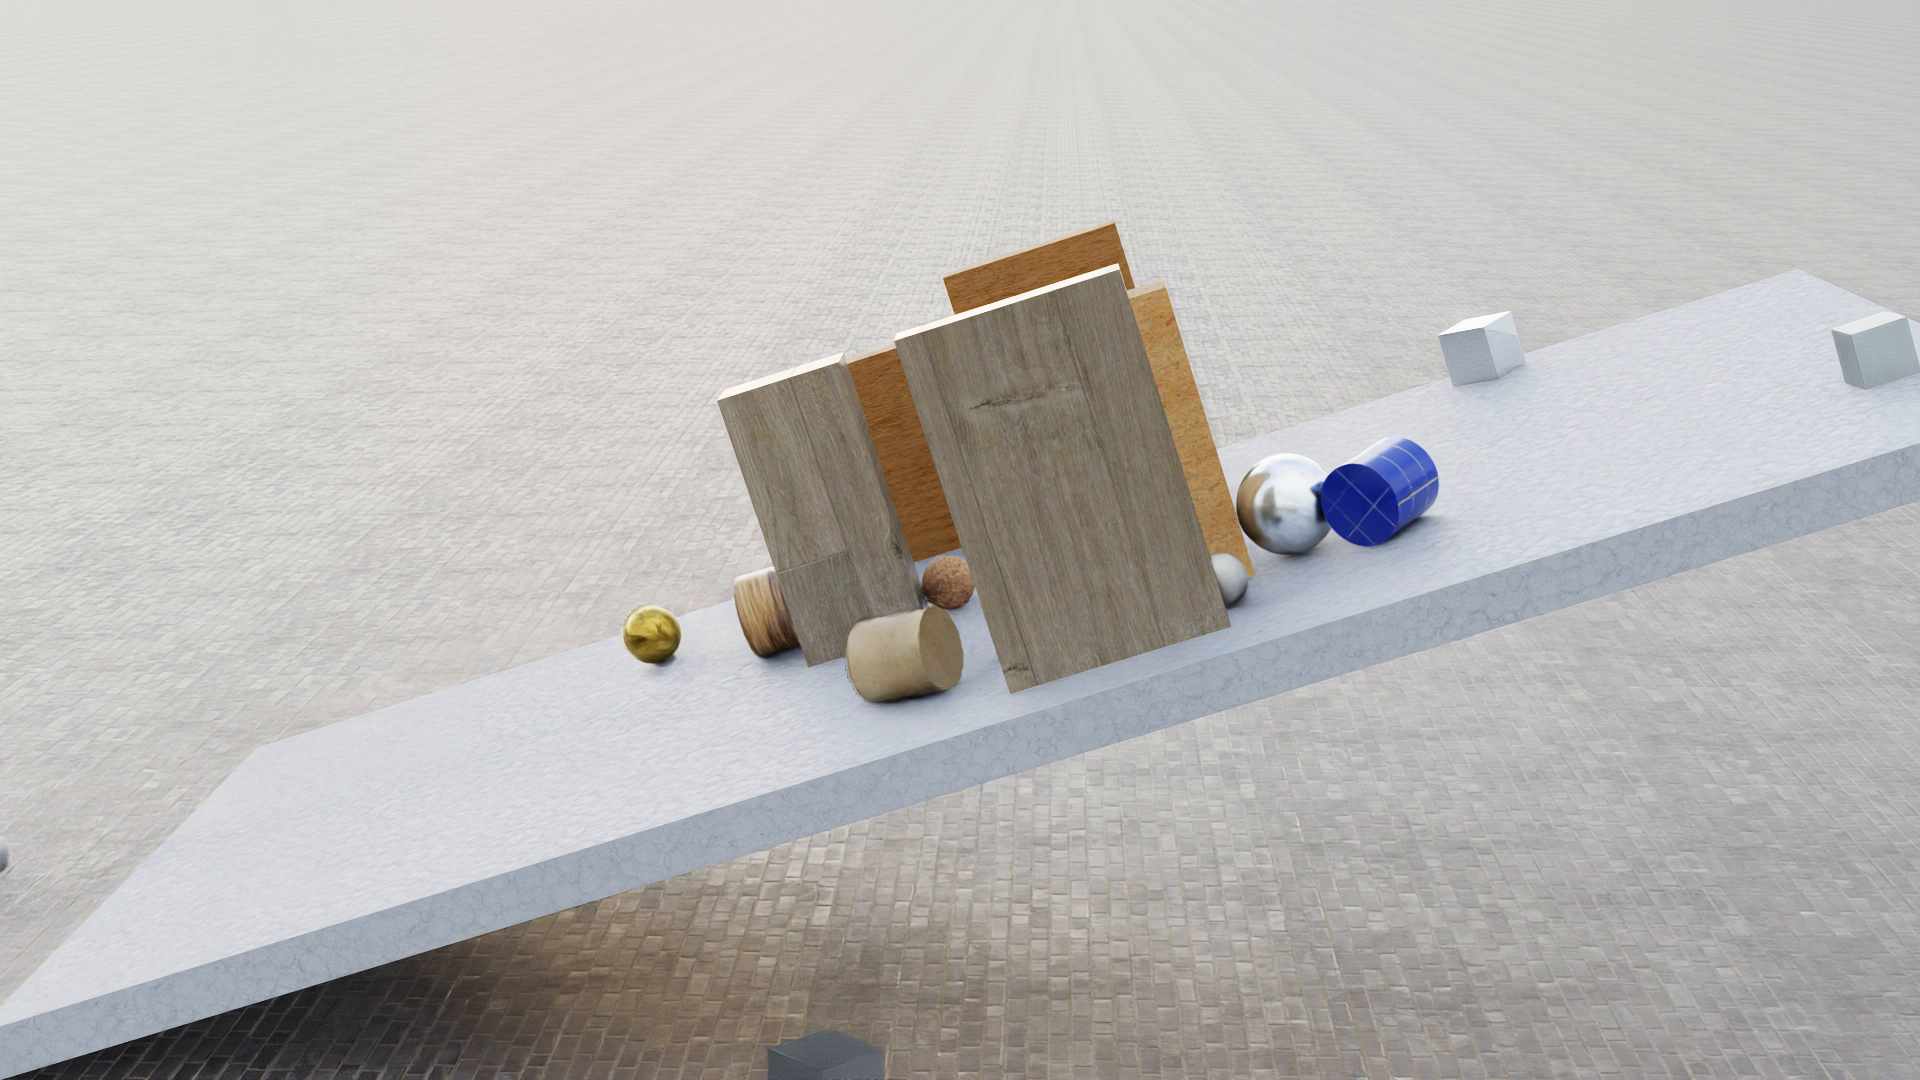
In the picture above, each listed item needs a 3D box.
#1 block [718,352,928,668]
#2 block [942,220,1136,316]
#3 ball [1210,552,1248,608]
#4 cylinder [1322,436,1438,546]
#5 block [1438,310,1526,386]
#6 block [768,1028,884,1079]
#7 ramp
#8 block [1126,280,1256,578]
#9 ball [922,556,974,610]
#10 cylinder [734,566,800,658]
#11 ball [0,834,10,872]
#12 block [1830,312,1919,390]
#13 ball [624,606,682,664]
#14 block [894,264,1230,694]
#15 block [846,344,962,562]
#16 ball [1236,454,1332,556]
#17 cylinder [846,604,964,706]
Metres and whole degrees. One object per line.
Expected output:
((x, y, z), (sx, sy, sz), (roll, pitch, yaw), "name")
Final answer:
((-0.287, -0.065, 6.296), (0.270, 0.606, 0.149), (-17, 10, 5), "block")
((0.256, -0.347, 6.677), (0.403, 0.661, 0.088), (-17, 10, 5), "block")
((0.495, 0.078, 5.605), (0.108, 0.108, 0.108), (0, 12, 0), "ball")
((0.825, -0.096, 5.770), (0.170, 0.170, 0.170), (8, 24, 35), "cylinder")
((1.247, -0.457, 7.028), (0.130, 0.130, 0.130), (-8, 14, 44), "block")
((-0.241, 0.989, 5.306), (0.148, 0.148, 0.148), (-11, 16, -42), "block")
((0.101, 0.183, 6.310), (4.000, 0.100, 2.000), (-17, 10, 5), "ramp")
((0.361, -0.183, 5.825), (0.276, 0.598, 0.137), (-17, 10, 5), "block")
((-0.025, 0.093, 6.389), (0.117, 0.117, 0.117), (0, 12, 0), "ball")
((-0.382, 0.146, 6.525), (0.186, 0.186, 0.186), (-16, 9, 9), "cylinder")
((-2.229, 0.719, 6.723), (0.111, 0.111, 0.111), (0, 12, 0), "ball")
((1.780, -0.369, 5.716), (0.112, 0.112, 0.112), (-18, 10, 0), "block")
((-0.717, 0.221, 6.855), (0.135, 0.135, 0.135), (0, 12, 0), "ball")
((0.193, -0.111, 5.464), (0.431, 0.698, 0.098), (-17, 10, 5), "block")
((-0.154, -0.204, 7.067), (0.409, 0.505, 0.111), (-17, 10, 5), "block")
((0.650, -0.071, 5.849), (0.203, 0.203, 0.203), (0, 12, 0), "ball")
((-0.107, 0.224, 5.715), (0.165, 0.165, 0.165), (-17, 0, 34), "cylinder")
